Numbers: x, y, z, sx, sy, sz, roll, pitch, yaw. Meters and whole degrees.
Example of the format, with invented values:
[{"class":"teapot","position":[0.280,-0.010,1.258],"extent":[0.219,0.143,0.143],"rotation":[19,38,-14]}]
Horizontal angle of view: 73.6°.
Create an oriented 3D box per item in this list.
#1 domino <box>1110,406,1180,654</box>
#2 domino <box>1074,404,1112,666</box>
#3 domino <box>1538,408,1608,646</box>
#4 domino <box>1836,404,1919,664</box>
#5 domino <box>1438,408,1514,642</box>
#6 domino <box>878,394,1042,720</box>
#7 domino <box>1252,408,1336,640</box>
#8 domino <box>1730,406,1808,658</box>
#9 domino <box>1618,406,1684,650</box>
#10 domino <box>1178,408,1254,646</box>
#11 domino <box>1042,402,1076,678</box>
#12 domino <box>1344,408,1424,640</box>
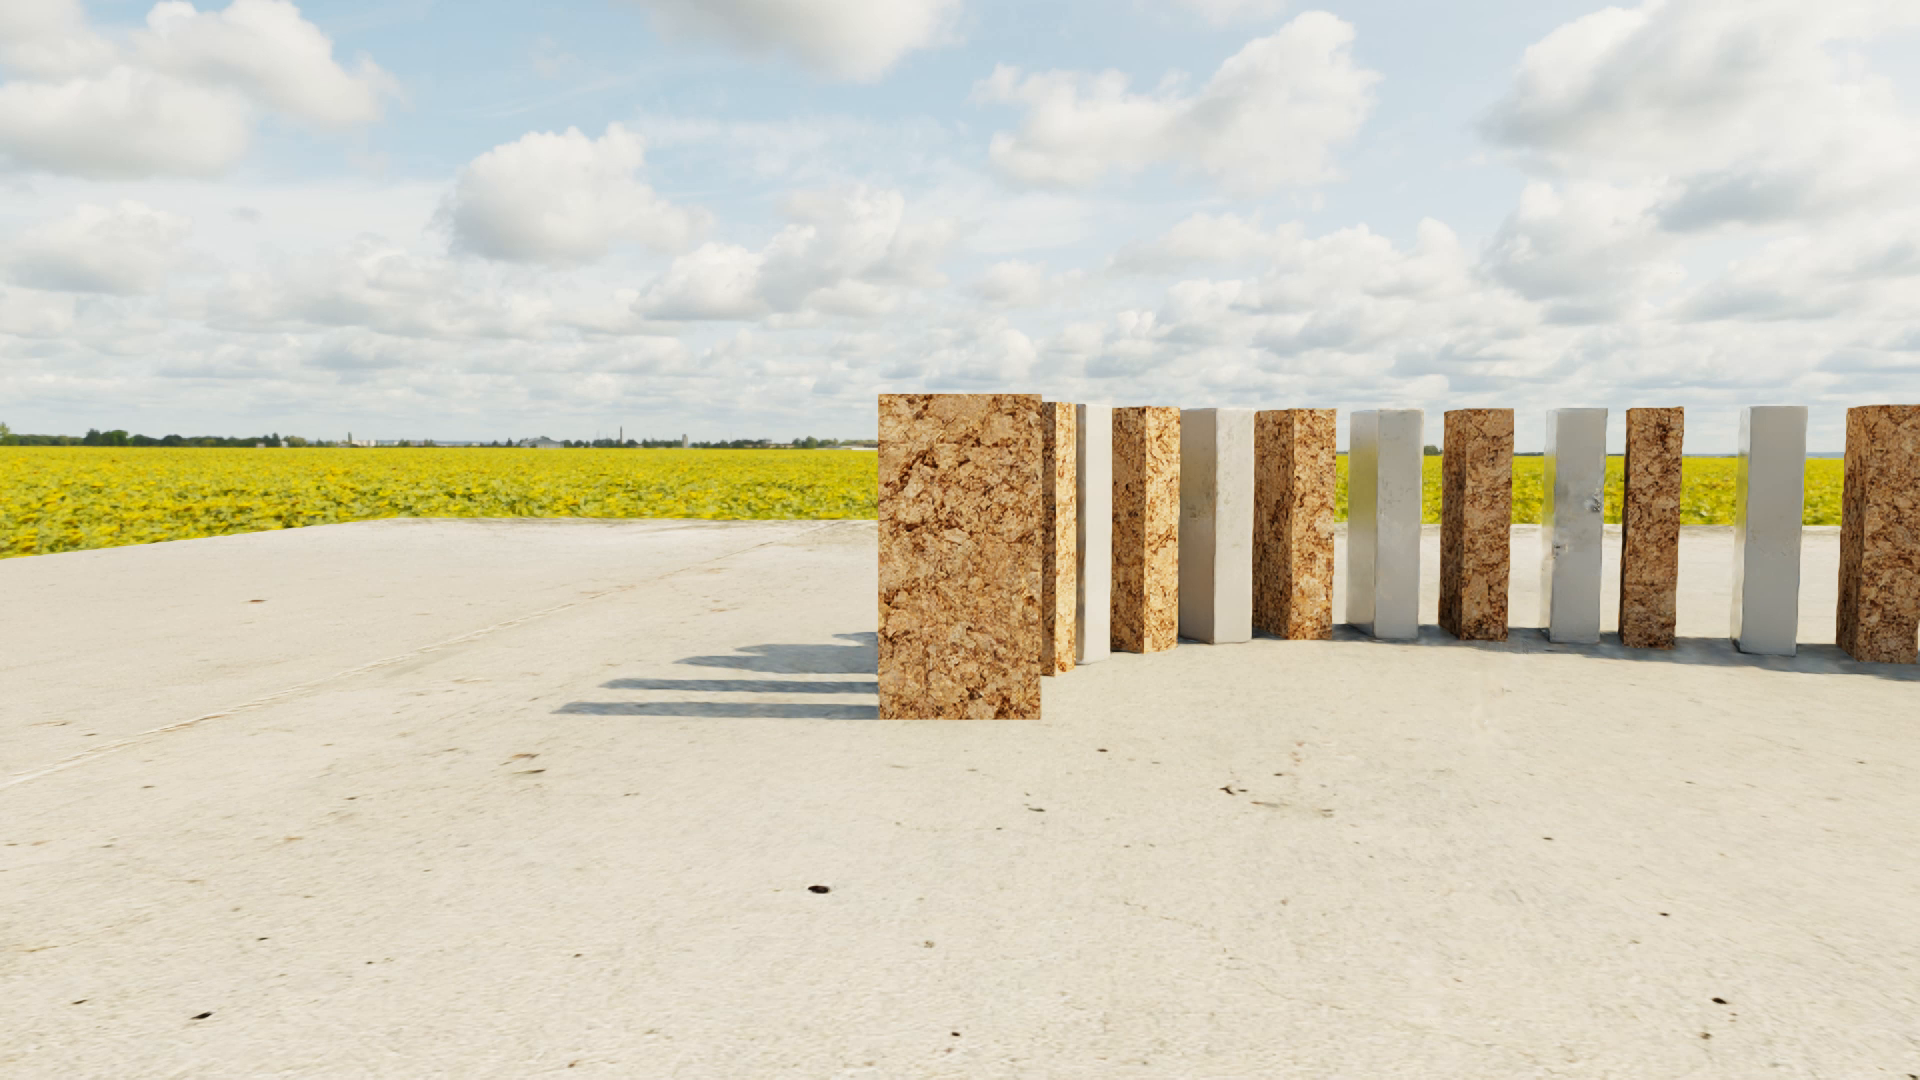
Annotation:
[{"class":"domino","position":[0.034,-0.003,0.272],"extent":[0.010,0.050,0.025],"rotation":[-3,5,-36]},{"class":"domino","position":[0.017,-0.002,0.256],"extent":[0.025,0.050,0.010],"rotation":[3,5,38]},{"class":"domino","position":[0.135,-0.004,0.283],"extent":[0.010,0.050,0.025],"rotation":[2,5,19]},{"class":"domino","position":[0.186,-0.002,0.259],"extent":[0.009,0.050,0.025],"rotation":[2,5,26]},{"class":"domino","position":[0.115,-0.004,0.288],"extent":[0.009,0.050,0.025],"rotation":[1,4,10]},{"class":"domino","position":[0.000,0.002,0.201],"extent":[0.025,0.050,0.010],"rotation":[0,4,0]},{"class":"domino","position":[0.074,-0.004,0.289],"extent":[0.009,0.050,0.025],"rotation":[-1,4,-9]},{"class":"domino","position":[0.168,-0.003,0.267],"extent":[0.009,0.050,0.025],"rotation":[2,5,27]},{"class":"domino","position":[0.149,-0.003,0.277],"extent":[0.010,0.050,0.025],"rotation":[2,5,25]},{"class":"domino","position":[0.053,-0.004,0.283],"extent":[0.009,0.050,0.025],"rotation":[-2,5,-23]},{"class":"domino","position":[0.008,-0.001,0.242],"extent":[0.025,0.050,0.010],"rotation":[2,5,27]},{"class":"domino","position":[0.096,-0.004,0.290],"extent":[0.009,0.050,0.025],"rotation":[0,4,3]}]
